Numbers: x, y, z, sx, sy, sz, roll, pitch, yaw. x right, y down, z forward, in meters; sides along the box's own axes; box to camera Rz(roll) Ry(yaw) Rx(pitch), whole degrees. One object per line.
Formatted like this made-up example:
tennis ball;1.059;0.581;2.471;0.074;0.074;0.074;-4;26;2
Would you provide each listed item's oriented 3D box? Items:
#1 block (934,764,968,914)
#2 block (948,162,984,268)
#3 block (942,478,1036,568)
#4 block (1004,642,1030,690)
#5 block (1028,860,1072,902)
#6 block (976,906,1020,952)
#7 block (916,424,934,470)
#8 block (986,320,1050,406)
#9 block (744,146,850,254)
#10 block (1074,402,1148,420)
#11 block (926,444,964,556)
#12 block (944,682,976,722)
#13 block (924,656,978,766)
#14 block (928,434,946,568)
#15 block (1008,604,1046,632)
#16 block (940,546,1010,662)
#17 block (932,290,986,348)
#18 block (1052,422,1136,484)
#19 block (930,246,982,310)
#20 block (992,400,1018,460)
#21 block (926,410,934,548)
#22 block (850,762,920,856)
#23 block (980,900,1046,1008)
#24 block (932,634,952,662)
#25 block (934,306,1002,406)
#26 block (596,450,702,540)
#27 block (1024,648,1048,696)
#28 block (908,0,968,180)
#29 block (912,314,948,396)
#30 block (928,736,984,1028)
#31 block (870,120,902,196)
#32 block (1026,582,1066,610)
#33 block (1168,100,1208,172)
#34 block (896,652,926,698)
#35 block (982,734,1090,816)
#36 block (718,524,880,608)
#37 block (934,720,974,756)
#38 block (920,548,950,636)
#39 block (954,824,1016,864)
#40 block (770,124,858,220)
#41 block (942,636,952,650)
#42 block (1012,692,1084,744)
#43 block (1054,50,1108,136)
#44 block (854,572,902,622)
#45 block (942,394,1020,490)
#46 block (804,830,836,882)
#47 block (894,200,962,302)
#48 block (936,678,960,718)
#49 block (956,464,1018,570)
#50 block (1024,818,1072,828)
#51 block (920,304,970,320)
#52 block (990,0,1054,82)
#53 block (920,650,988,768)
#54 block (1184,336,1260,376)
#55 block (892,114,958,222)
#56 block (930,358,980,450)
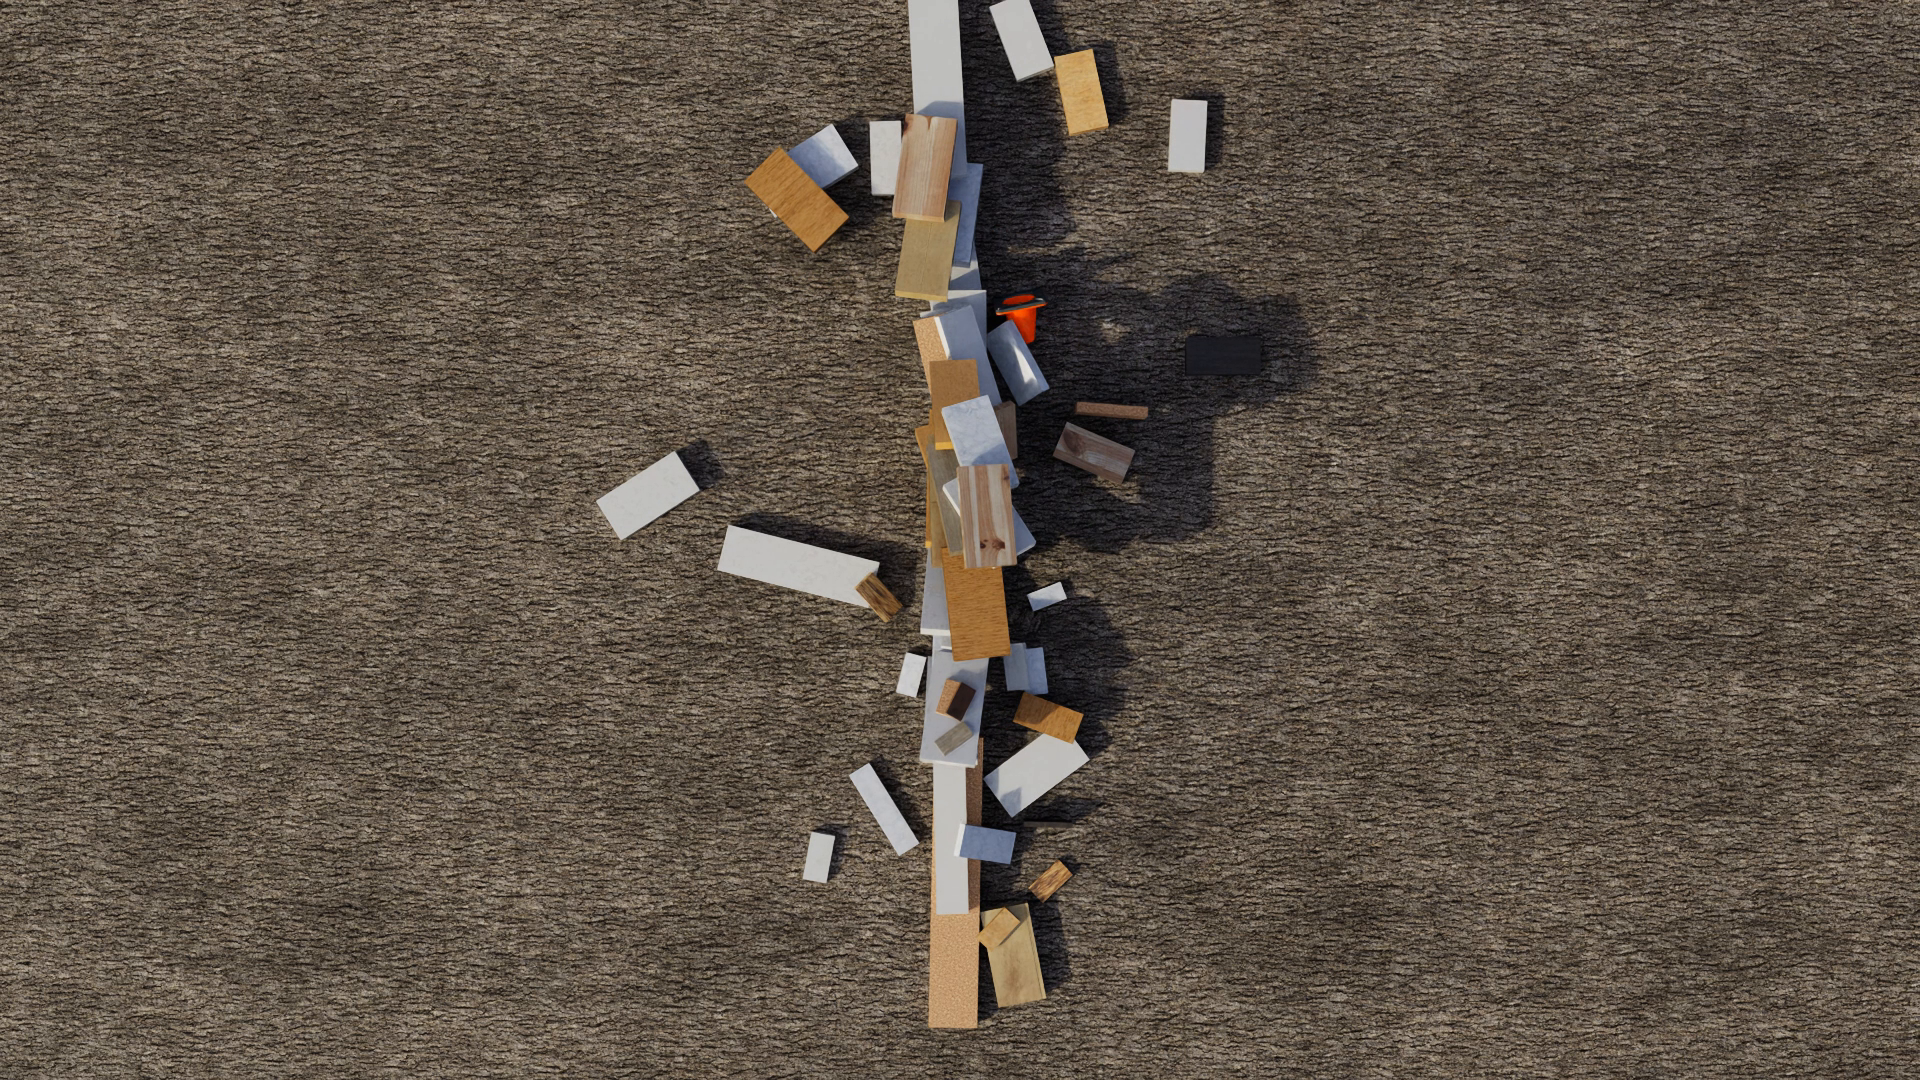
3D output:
block;-0.031;0.920;5.416;0.105;0.030;0.615;-1;92;0
block;-0.033;-1.075;5.428;0.175;0.050;0.350;7;76;4
block;0.090;-0.076;5.087;0.150;0.043;0.301;-30;77;-12
block;0.187;0.421;5.474;0.077;0.022;0.154;-7;90;24
block;0.301;1.134;5.490;0.138;0.020;0.069;-43;90;0
block;0.126;1.284;5.440;0.069;0.020;0.138;44;88;-5
block;-0.012;-0.227;5.343;0.172;0.049;0.344;-16;68;-7
block;0.184;-0.584;5.439;0.037;0.130;0.259;-28;90;-41
block;-0.536;-1.118;5.431;0.163;0.046;0.326;-45;90;0
block;0.497;-0.427;5.442;0.232;0.116;0.033;4;90;0
block;0.018;-0.139;5.151;0.179;0.051;0.357;-11;74;-7
block;0.002;0.517;5.269;0.057;0.016;0.113;32;71;-13
block;-0.025;0.556;5.393;0.177;0.050;0.355;2;62;1
block;-0.007;-0.124;5.231;0.179;0.051;0.421;-1;84;-6
block;0.223;0.262;5.492;0.120;0.017;0.060;20;90;0
block;0.049;0.191;5.166;0.179;0.051;0.357;-7;93;-5
block;-0.001;-0.647;5.437;0.175;0.050;0.350;-1;100;-1
block;0.444;-0.287;5.483;0.247;0.035;0.123;23;90;0
block;-0.026;-0.884;5.475;0.175;0.050;0.350;-9;90;0
block;0.134;-0.347;5.409;0.103;0.029;0.207;-22;129;-23
block;-0.020;-0.202;5.385;0.172;0.049;0.474;1;67;0
block;-0.252;0.895;5.489;0.079;0.022;0.316;-32;90;0
block;0.176;1.373;5.477;0.161;0.046;0.321;-11;90;0
block;0.002;0.265;5.438;0.177;0.050;0.355;1;78;0
block;0.031;-0.571;5.339;0.123;0.035;0.353;-23;103;-23
block;-1.033;-0.147;5.478;0.309;0.044;0.154;-33;90;0
block;0.246;0.437;5.489;0.077;0.022;0.154;-7;90;0
block;-0.082;-1.659;5.442;0.163;0.046;0.944;-3;86;1
block;-0.058;-0.561;5.360;0.116;0.033;0.334;-14;100;0
block;-0.014;1.130;5.461;0.161;0.046;0.966;1;92;0
block;-0.244;-1.269;5.485;0.103;0.029;0.241;-2;90;0
block;0.289;0.188;5.492;0.120;0.017;0.060;-21;90;0
block;0.757;-1.342;5.484;0.116;0.033;0.232;3;90;0
block;-0.162;0.448;5.490;0.069;0.020;0.138;15;90;0
block;0.252;0.758;5.477;0.321;0.046;0.161;-37;90;0
block;-0.534;0.087;5.478;0.515;0.044;0.154;14;90;0
block;-0.020;0.631;5.247;0.113;0.016;0.057;-35;76;-10
block;-0.025;0.139;5.290;0.172;0.049;0.344;4;66;1
block;0.084;0.999;5.426;0.210;0.030;0.105;15;84;-33
block;-0.517;-1.221;5.477;0.326;0.046;0.163;-32;90;0
block;-0.002;0.201;5.301;0.077;0.022;0.316;7;66;2
block;0.291;0.588;5.445;0.210;0.030;0.105;20;85;8
block;0.402;-1.487;5.482;0.130;0.037;0.259;-12;90;0
block;-0.270;0.189;5.454;0.079;0.022;0.158;-46;110;-13
block;0.062;-0.286;5.099;0.150;0.043;0.301;-17;77;-8
block;-0.468;1.055;5.489;0.079;0.022;0.158;11;90;0
block;-0.102;-0.945;5.348;0.168;0.048;0.336;8;76;4
block;-0.034;0.507;5.286;0.057;0.016;0.113;17;73;5
block;0.081;-0.072;5.010;0.154;0.044;0.309;-4;84;-7
block;0.291;0.939;5.470;0.161;0.060;0.017;2;90;0
block;-0.022;-0.590;5.396;0.168;0.048;0.336;-9;100;0
block;0.205;-1.669;5.482;0.130;0.037;0.259;-21;90;0
block;-0.017;0.544;5.309;0.177;0.050;0.355;7;73;2
block;0.873;-0.611;5.483;0.247;0.035;0.123;0;90;0
block;-0.113;-1.207;5.349;0.168;0.048;0.336;7;82;4
block;-0.012;-0.430;5.211;0.150;0.043;0.301;-3;63;-3
